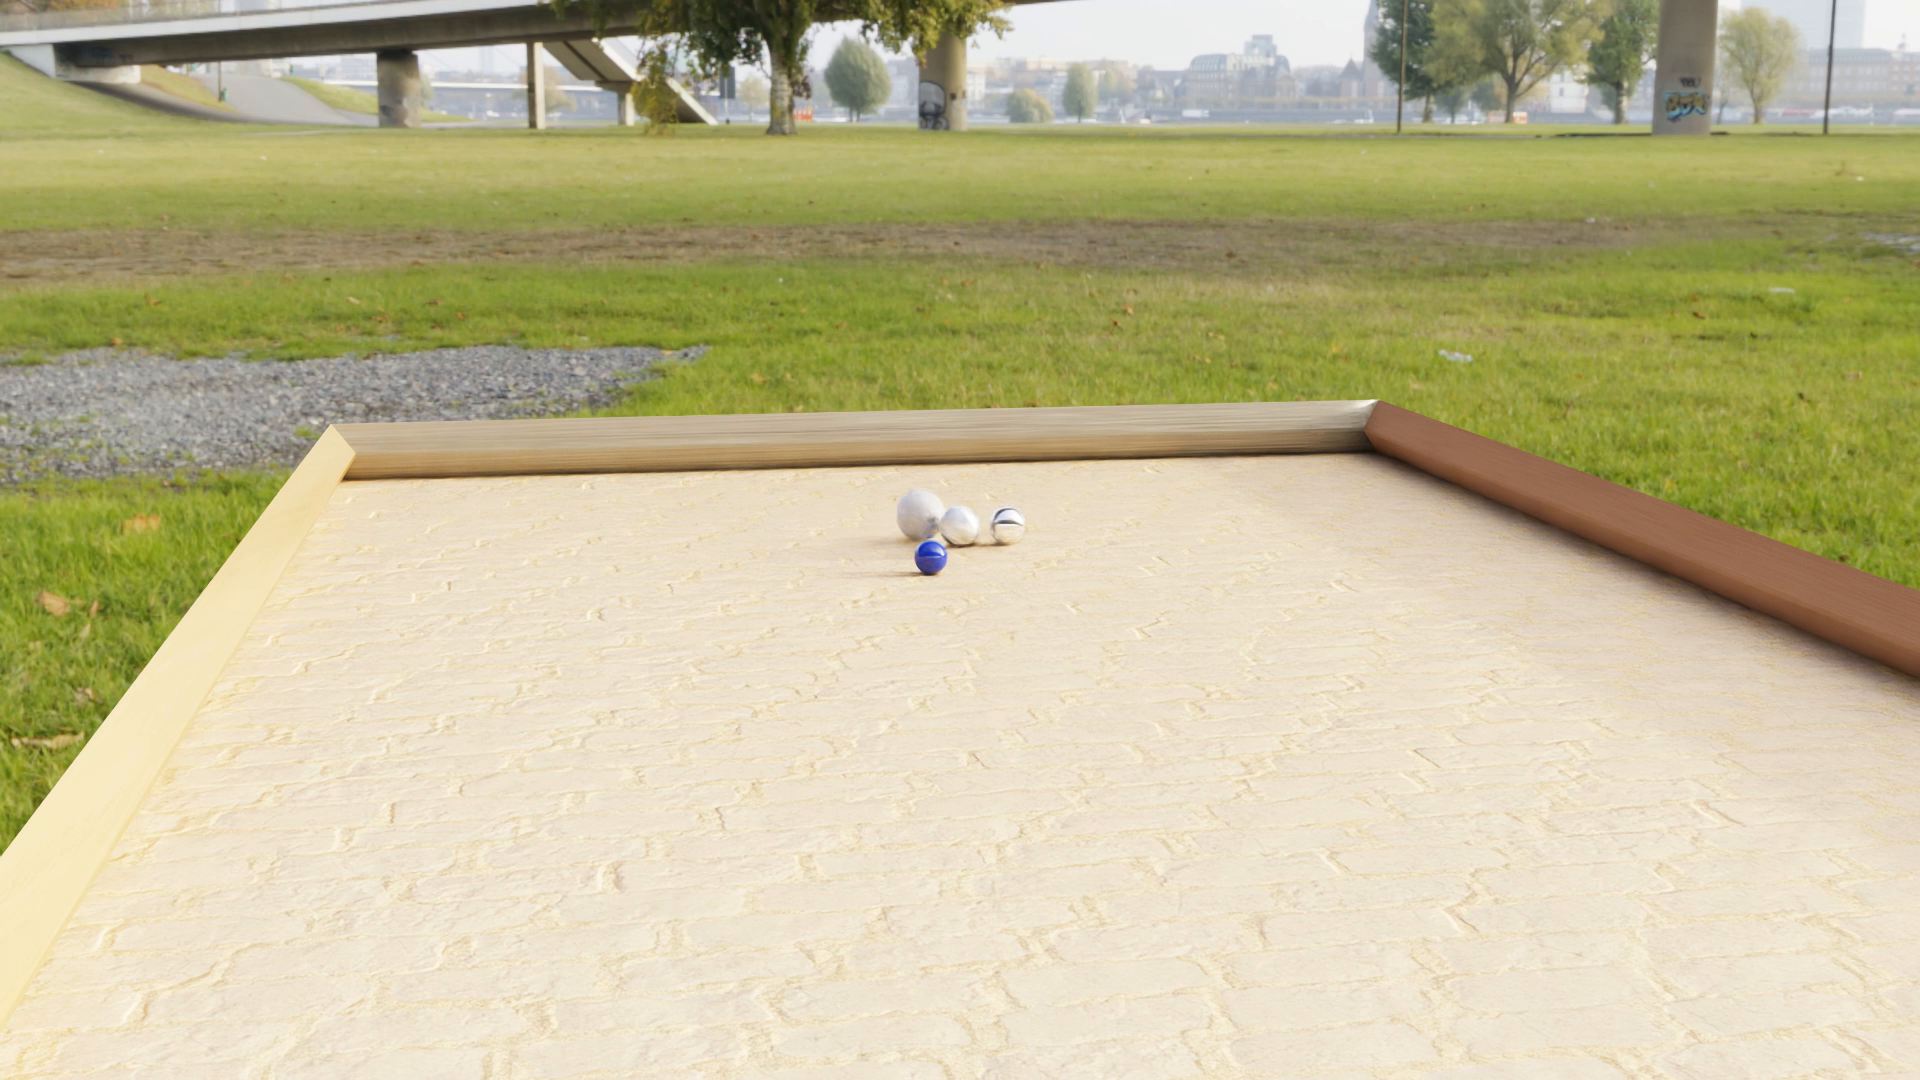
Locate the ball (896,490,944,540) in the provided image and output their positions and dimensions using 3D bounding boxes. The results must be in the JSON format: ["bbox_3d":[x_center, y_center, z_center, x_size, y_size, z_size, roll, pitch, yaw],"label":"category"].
[{"bbox_3d":[-0.060,-0.037,3.301,0.075,0.075,0.075,0,11,0],"label":"ball"}]

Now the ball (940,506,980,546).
[{"bbox_3d":[0.000,-0.020,3.252,0.061,0.061,0.061,0,11,0],"label":"ball"}]

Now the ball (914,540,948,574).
[{"bbox_3d":[-0.040,0.024,3.059,0.048,0.048,0.048,0,11,0],"label":"ball"}]

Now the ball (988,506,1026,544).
[{"bbox_3d":[0.071,-0.022,3.270,0.057,0.057,0.057,0,11,0],"label":"ball"}]

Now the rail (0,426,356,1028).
[{"bbox_3d":[-0.770,0.178,2.132,0.045,0.097,3.542,-2,11,-10],"label":"rail"}]

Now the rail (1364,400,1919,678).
[{"bbox_3d":[1.075,0.116,2.449,0.045,0.097,3.542,-2,11,-10],"label":"rail"}]

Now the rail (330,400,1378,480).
[{"bbox_3d":[-0.149,-0.181,3.980,1.920,0.097,0.045,-2,11,-10],"label":"rail"}]
